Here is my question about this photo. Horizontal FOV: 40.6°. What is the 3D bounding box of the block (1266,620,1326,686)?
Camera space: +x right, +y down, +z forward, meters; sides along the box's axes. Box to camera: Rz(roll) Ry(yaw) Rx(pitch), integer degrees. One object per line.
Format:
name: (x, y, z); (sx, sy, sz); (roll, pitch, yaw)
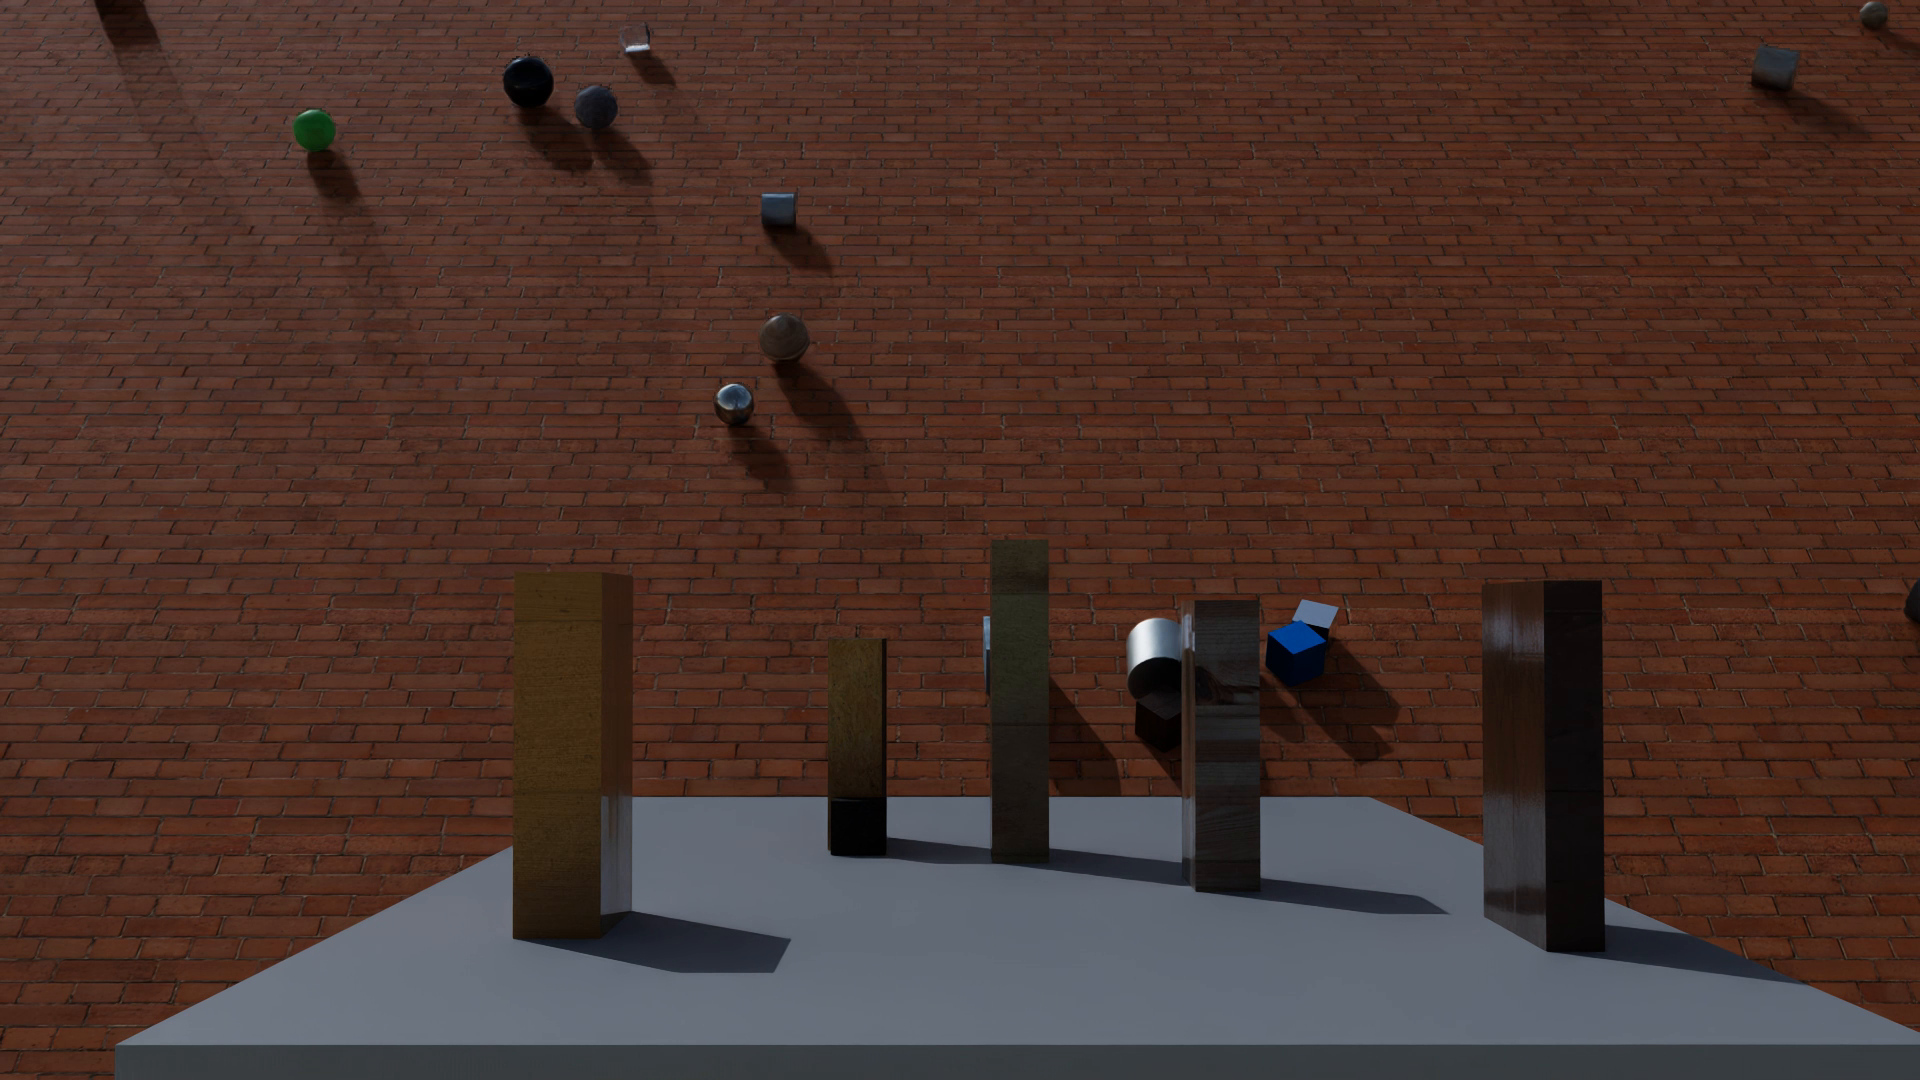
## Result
block: (0.953, 0.322, 7.377); (0.117, 0.117, 0.117); (-19, 39, -25)

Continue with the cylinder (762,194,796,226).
cylinder: (-0.668, -1.217, 9.578); (0.118, 0.118, 0.118); (1, 35, 2)

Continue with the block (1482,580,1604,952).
block: (0.861, 0.323, 3.858); (0.082, 0.519, 0.433); (0, -2, 0)

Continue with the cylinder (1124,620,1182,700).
cylinder: (0.559, 0.345, 7.291); (0.179, 0.179, 0.179); (5, 25, 8)

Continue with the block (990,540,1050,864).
block: (0.116, 0.314, 5.149); (0.109, 0.619, 0.345); (0, -2, 0)

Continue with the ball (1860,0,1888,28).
ball: (3.879, -2.230, 11.028); (0.115, 0.115, 0.115); (0, 35, 0)

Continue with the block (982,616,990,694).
block: (0.147, 0.322, 7.345); (0.154, 0.154, 0.154); (-2, 35, -2)

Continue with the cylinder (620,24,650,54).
cylinder: (-1.357, -2.092, 10.836); (0.108, 0.108, 0.108); (-10, 36, -15)

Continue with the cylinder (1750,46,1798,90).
cylinder: (3.305, -1.913, 10.536); (0.155, 0.155, 0.155); (14, 37, 20)

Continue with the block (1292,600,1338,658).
block: (1.019, 0.256, 7.479); (0.109, 0.109, 0.109); (13, 37, 18)

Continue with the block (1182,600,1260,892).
block: (0.458, 0.356, 4.585); (0.111, 0.498, 0.272); (0, -2, 0)

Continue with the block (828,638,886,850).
block: (-0.212, 0.419, 5.409); (0.109, 0.426, 0.329); (0, -2, 0)

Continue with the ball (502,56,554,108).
ball: (-1.724, -1.828, 10.377); (0.203, 0.203, 0.203); (0, 35, 0)

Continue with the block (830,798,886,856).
block: (-0.201, 0.571, 5.187); (0.107, 0.107, 0.107); (0, -2, 0)

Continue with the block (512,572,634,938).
block: (-0.588, 0.319, 3.974); (0.128, 0.535, 0.364); (0, -2, 0)

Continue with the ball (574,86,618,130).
ball: (-1.434, -1.702, 10.228); (0.168, 0.168, 0.168); (0, 35, 0)

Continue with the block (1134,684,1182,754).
block: (0.564, 0.490, 7.139); (0.115, 0.115, 0.115); (-27, 43, -33)

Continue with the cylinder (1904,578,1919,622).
cylinder: (2.853, 0.188, 7.537); (0.154, 0.154, 0.154); (-28, 44, -34)

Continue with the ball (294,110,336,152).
ball: (-2.504, -1.588, 10.073); (0.159, 0.159, 0.159); (0, 35, 0)

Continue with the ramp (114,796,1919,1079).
ramp: (0.077, 0.664, 4.833); (2.000, 0.100, 4.000); (0, -2, 0)

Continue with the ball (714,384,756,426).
ball: (-0.733, -0.441, 8.452); (0.137, 0.137, 0.137); (0, 35, 0)

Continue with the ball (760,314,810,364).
ball: (-0.593, -0.677, 8.760); (0.169, 0.169, 0.169); (0, 35, 0)
